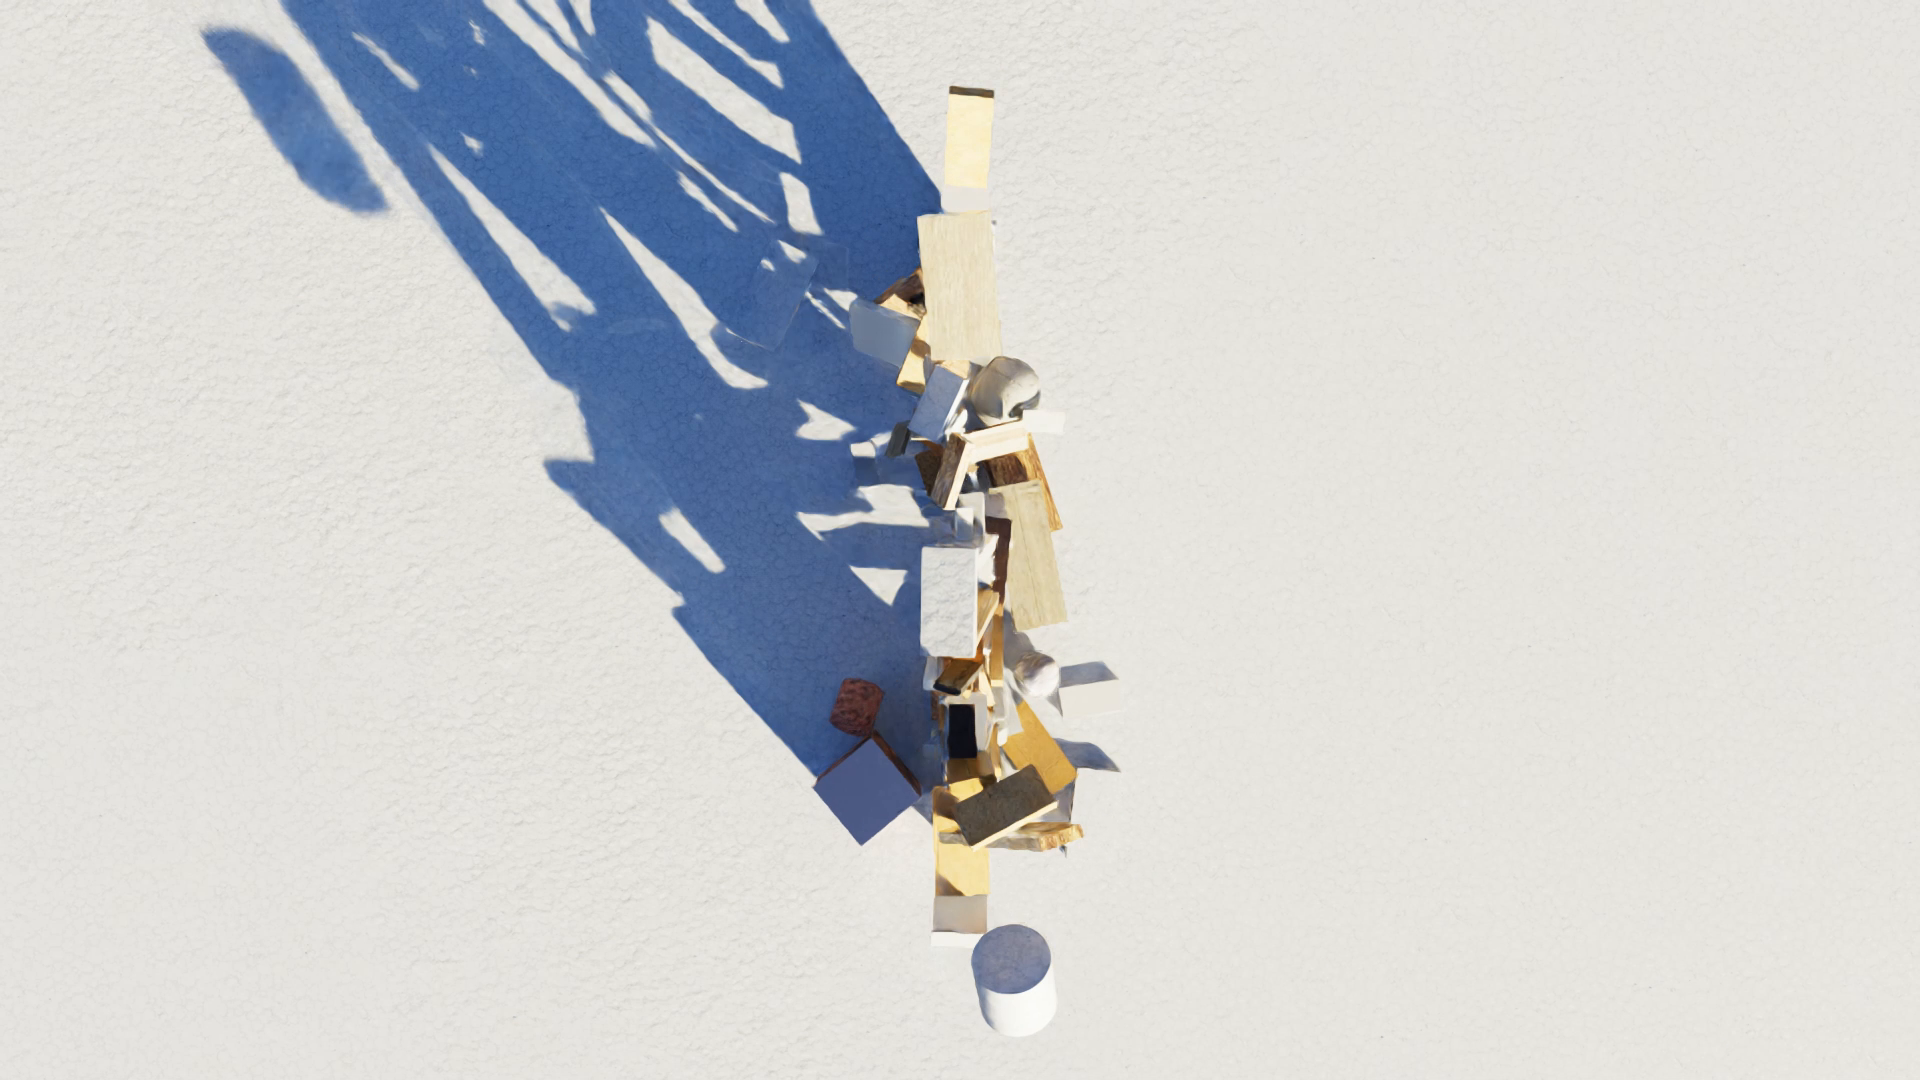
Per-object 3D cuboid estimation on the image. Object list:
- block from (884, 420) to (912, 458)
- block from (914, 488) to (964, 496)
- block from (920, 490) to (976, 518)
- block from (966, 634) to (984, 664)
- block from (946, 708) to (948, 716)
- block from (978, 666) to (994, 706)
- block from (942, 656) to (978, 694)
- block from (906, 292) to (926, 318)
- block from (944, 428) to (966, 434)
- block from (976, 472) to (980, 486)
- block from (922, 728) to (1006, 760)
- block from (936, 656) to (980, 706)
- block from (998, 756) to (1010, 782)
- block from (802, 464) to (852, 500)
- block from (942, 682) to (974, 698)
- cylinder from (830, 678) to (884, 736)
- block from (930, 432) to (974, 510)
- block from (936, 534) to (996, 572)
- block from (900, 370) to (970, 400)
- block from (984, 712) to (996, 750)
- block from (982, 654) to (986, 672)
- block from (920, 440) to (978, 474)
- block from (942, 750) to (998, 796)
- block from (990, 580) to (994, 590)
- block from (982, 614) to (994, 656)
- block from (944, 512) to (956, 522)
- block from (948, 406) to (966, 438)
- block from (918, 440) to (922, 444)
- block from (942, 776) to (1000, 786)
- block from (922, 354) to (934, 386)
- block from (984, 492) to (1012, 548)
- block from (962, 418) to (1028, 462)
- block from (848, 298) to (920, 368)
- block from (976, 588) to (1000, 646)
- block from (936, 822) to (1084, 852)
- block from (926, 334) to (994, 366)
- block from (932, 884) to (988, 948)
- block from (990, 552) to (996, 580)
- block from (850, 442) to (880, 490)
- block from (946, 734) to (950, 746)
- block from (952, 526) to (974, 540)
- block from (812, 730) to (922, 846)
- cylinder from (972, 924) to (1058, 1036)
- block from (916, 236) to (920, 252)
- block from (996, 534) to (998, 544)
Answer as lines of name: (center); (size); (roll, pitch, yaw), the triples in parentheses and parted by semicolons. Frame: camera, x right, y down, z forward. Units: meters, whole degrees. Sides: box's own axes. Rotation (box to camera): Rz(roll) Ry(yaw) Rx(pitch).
block: (-0.199, -0.333, 5.436); (0.019, 0.068, 0.137); (45, 47, -36)
block: (-0.066, -0.154, 5.170); (0.142, 0.071, 0.020); (-9, 98, -44)
block: (-0.031, -0.117, 5.071); (0.091, 0.553, 0.026); (-6, 97, 9)
block: (0.026, 0.296, 4.534); (0.076, 0.021, 0.151); (5, 47, -1)
block: (0.001, 0.451, 4.378); (0.069, 0.139, 0.020); (2, 91, 1)
block: (0.014, 0.441, 4.863); (0.144, 0.287, 0.041); (-17, 64, 0)
block: (-0.001, 0.323, 4.617); (0.095, 0.301, 0.027); (3, 124, -2)
block: (-0.051, -0.669, 4.825); (0.153, 0.307, 0.043); (31, 85, -14)
block: (-0.038, -0.352, 5.284); (0.050, 0.387, 0.014); (2, 95, 9)
block: (0.001, -0.235, 5.352); (0.095, 0.190, 0.027); (0, 129, -10)
block: (0.019, 0.641, 5.211); (0.167, 0.448, 0.047); (2, 92, 14)
block: (-0.006, 0.374, 4.601); (0.113, 0.225, 0.032); (-1, 125, -3)
block: (0.069, 0.805, 5.404); (0.184, 0.184, 0.184); (-24, 90, 3)
block: (-0.445, -0.189, 5.489); (0.149, 0.021, 0.074); (20, 90, 0)
block: (-0.001, 0.378, 4.464); (0.076, 0.151, 0.021); (8, 113, 5)
cylinder: (-0.338, 0.547, 5.405); (0.142, 0.142, 0.142); (18, 64, 0)
block: (-0.021, -0.186, 4.452); (0.027, 0.095, 0.190); (10, 106, -31)
block: (0.003, 0.034, 4.521); (0.144, 0.297, 0.041); (1, 102, 10)
block: (-0.079, -0.523, 5.135); (0.152, 0.152, 0.152); (31, 120, -24)
block: (0.029, 0.553, 4.684); (0.112, 0.429, 0.032); (6, 100, 4)
block: (0.003, 0.338, 4.947); (0.144, 0.287, 0.041); (6, 57, 6)
block: (-0.031, -0.258, 4.923); (0.095, 0.459, 0.027); (40, 95, 11)
block: (0.025, 0.606, 4.293); (0.119, 0.238, 0.034); (-13, 98, -3)
block: (0.057, 0.132, 4.725); (0.067, 0.134, 0.019); (11, 133, 5)
block: (0.044, 0.238, 4.658); (0.095, 0.027, 0.190); (6, 49, 0)
block: (-0.006, -0.070, 4.619); (0.045, 0.090, 0.013); (-5, 102, 28)
block: (-0.009, -0.331, 4.680); (0.014, 0.050, 0.101); (16, 48, 18)
block: (-0.116, -0.369, 5.427); (0.019, 0.137, 0.068); (-6, 81, -16)
block: (0.035, 0.742, 5.102); (0.167, 0.335, 0.047); (5, 71, 3)
block: (-0.054, -0.459, 4.590); (0.093, 0.186, 0.026); (21, 112, -13)
block: (0.067, -0.052, 5.150); (0.165, 0.330, 0.047); (-9, 114, 1)
block: (0.110, -0.314, 5.220); (0.203, 0.027, 0.095); (-14, 111, -10)
block: (-0.209, -0.610, 4.934); (0.043, 0.307, 0.153); (-29, 129, -35)
block: (0.006, 0.206, 4.526); (0.144, 0.288, 0.041); (16, 117, 8)
block: (0.121, 0.801, 4.491); (0.119, 0.831, 0.034); (-16, 87, -20)
block: (0.005, -0.512, 4.239); (0.173, 0.346, 0.049); (22, 91, -4)
block: (0.004, 1.066, 5.175); (0.164, 0.673, 0.046); (3, 110, 0)
block: (0.064, 0.066, 4.762); (0.067, 0.134, 0.019); (11, 122, -10)
block: (-0.314, -0.248, 5.489); (0.074, 0.021, 0.149); (-9, 90, 1)
block: (0.002, 0.532, 4.367); (0.069, 0.139, 0.020); (6, 87, 2)
block: (0.006, -0.023, 4.625); (0.045, 0.090, 0.013); (1, 112, 11)
block: (-0.299, 0.804, 5.377); (0.247, 0.247, 0.247); (-40, 90, 0)
cylinder: (0.145, 1.160, 4.345); (0.209, 0.209, 0.209); (-10, 134, 0)
block: (-0.013, -0.778, 4.434); (0.173, 0.910, 0.049); (6, 98, 0)
block: (0.050, 0.005, 4.783); (0.091, 0.182, 0.026); (9, 101, 10)
